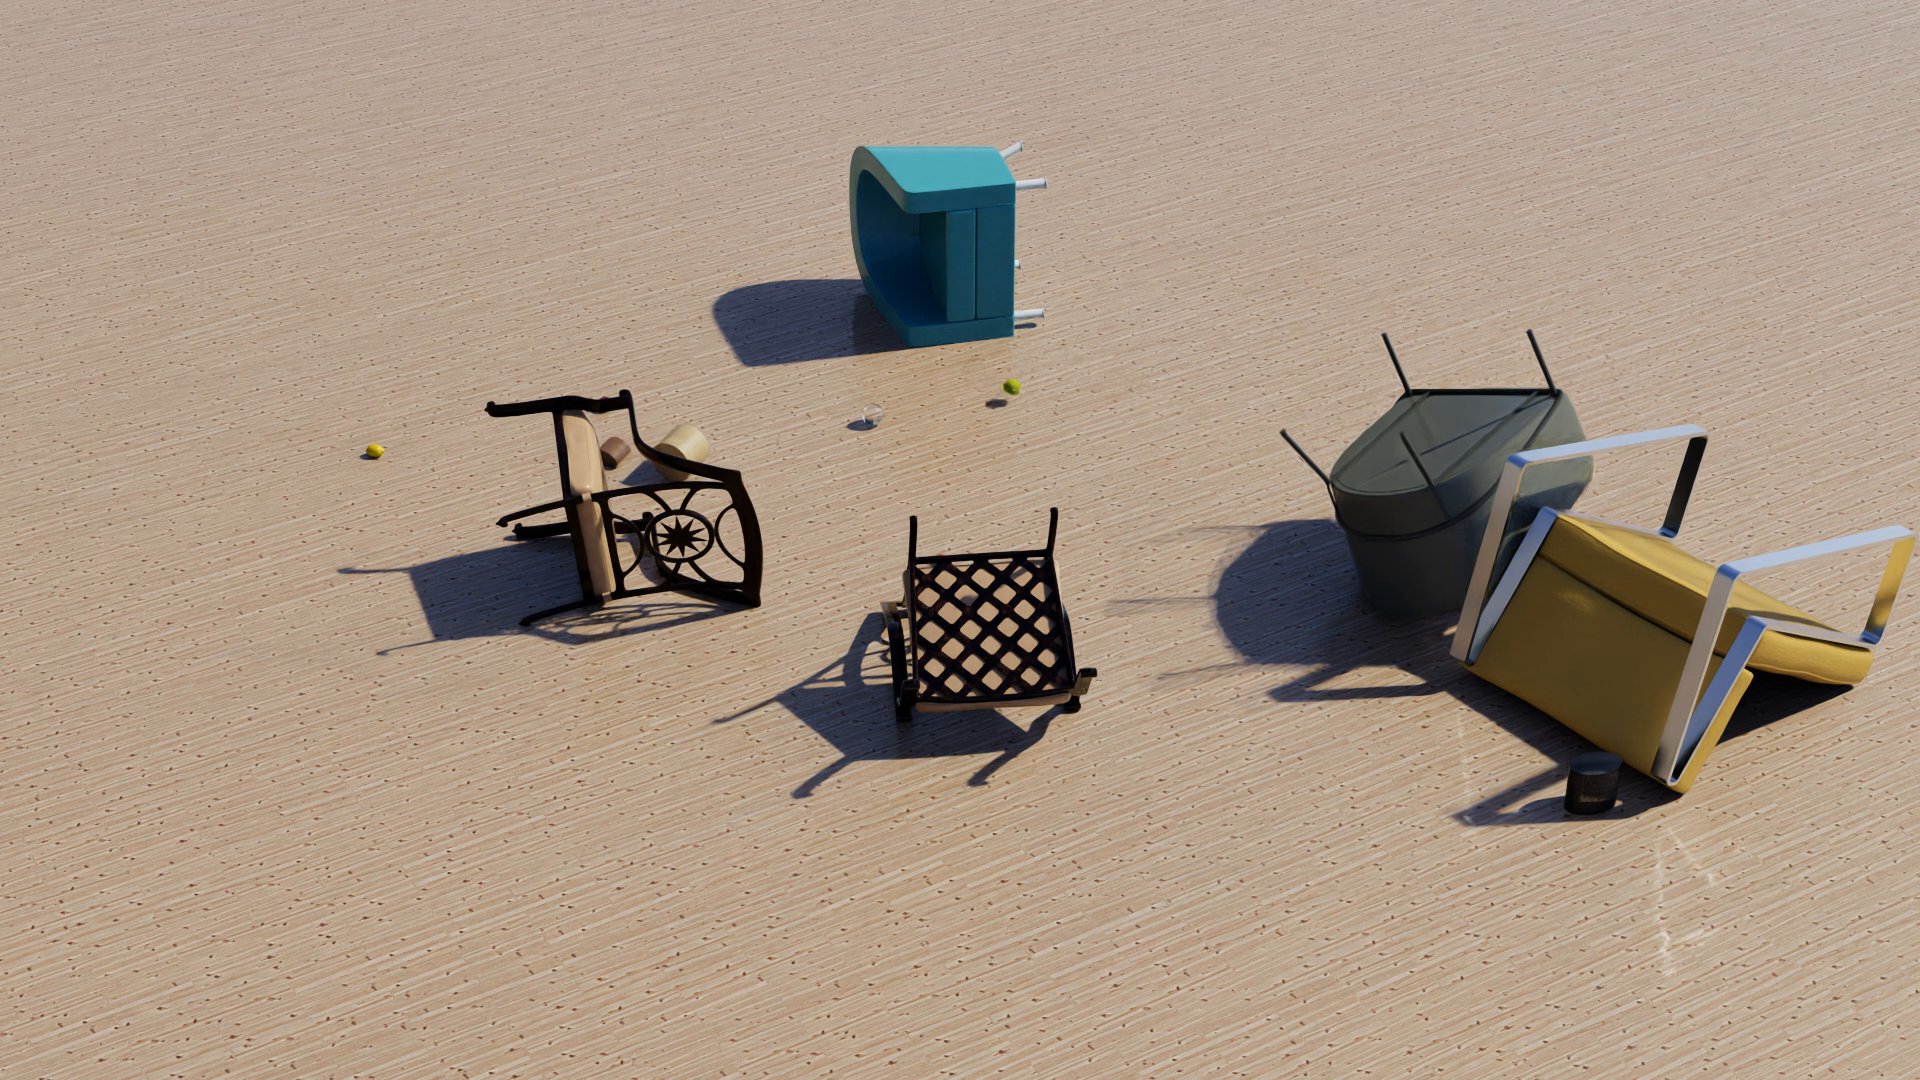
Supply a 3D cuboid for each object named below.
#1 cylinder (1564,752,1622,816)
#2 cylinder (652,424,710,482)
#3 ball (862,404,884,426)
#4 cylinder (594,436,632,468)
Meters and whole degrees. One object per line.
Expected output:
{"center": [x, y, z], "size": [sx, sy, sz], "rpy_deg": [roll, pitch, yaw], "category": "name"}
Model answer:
{"center": [2.070, 0.795, 9.587], "size": [0.184, 0.166, 0.116], "rpy_deg": [-11, 35, -16], "category": "cylinder"}
{"center": [-1.078, -0.336, 11.303], "size": [0.172, 0.162, 0.156], "rpy_deg": [47, 40, -6], "category": "cylinder"}
{"center": [-0.346, -0.498, 11.620], "size": [0.089, 0.089, 0.089], "rpy_deg": [0, 33, 0], "category": "ball"}
{"center": [-1.349, -0.341, 11.399], "size": [0.100, 0.064, 0.112], "rpy_deg": [29, 40, 9], "category": "cylinder"}
